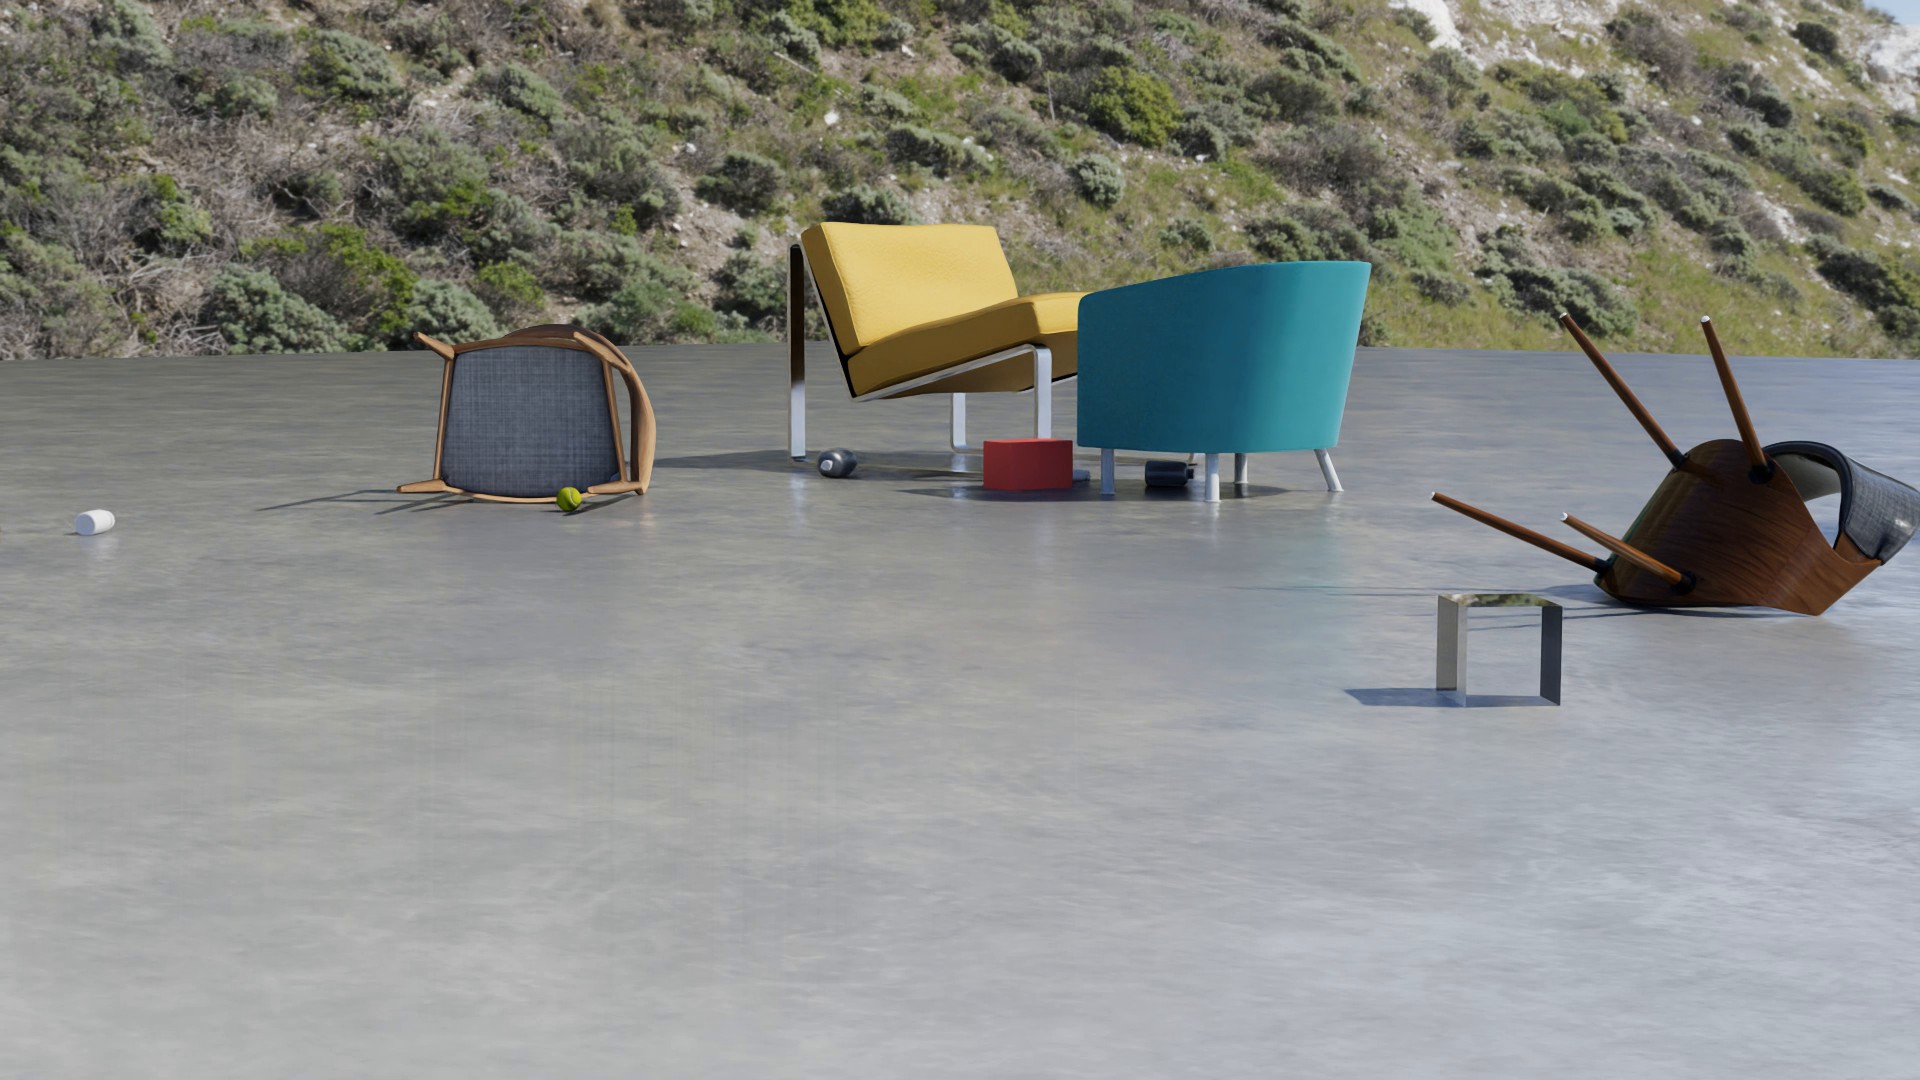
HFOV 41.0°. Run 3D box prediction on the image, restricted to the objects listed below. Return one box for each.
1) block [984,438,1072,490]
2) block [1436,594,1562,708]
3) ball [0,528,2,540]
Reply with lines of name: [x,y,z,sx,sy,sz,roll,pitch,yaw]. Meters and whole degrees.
block: [0.212,-0.236,7.989,0.238,0.146,0.145,-4,7,-34]
block: [0.840,0.171,4.002,0.149,0.155,0.158,-1,6,-6]
ball: [-2.300,-0.014,5.996,0.113,0.113,0.113,0,6,0]
